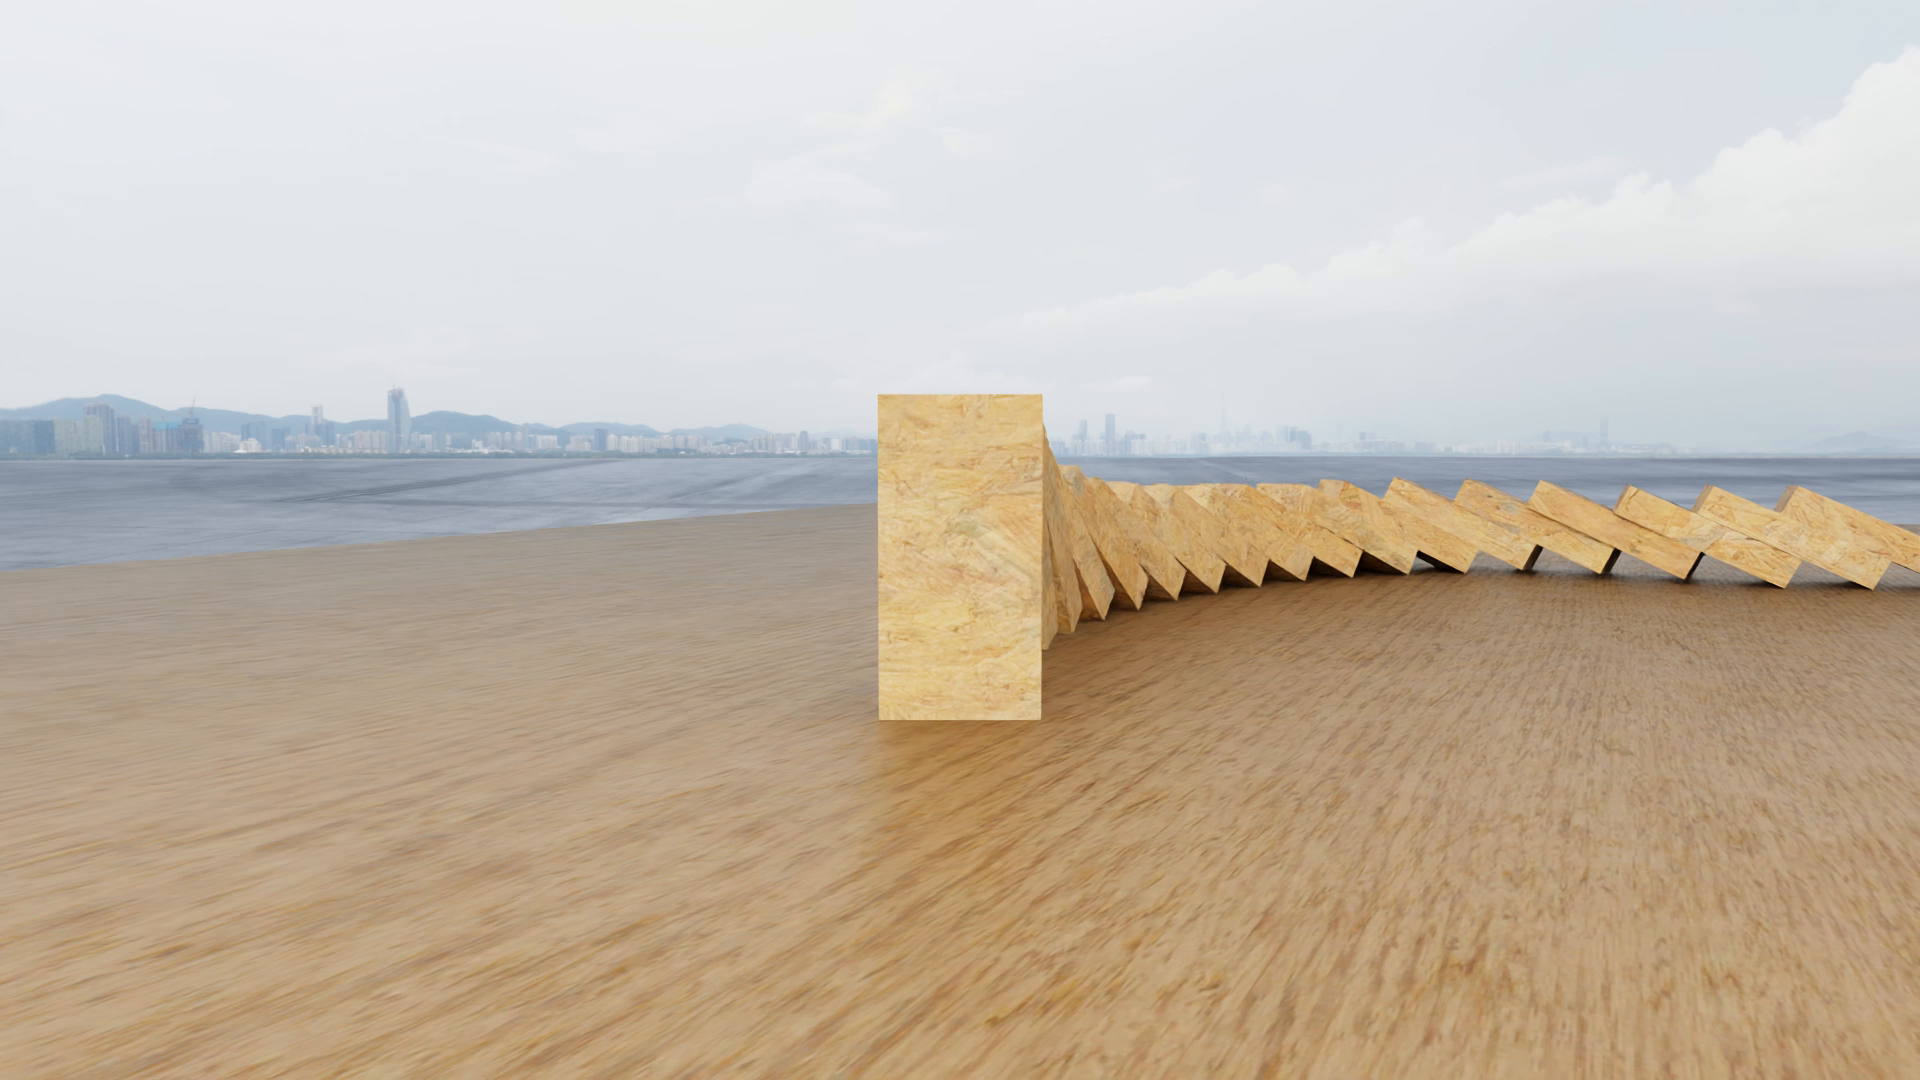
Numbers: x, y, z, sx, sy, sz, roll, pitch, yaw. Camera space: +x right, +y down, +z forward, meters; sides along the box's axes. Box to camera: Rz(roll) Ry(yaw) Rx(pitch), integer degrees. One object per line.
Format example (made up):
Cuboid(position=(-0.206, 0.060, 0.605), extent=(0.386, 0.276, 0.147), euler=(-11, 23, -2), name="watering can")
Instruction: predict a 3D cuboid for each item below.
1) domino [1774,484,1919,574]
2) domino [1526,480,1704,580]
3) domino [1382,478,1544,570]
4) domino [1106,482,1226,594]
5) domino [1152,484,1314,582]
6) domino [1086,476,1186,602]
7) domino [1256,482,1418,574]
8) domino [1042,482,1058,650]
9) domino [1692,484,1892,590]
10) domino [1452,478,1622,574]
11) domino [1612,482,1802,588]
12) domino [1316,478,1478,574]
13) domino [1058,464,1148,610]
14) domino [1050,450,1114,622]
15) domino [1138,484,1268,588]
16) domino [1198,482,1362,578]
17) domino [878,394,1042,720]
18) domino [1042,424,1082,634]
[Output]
Cuboid(position=(0.274, -0.001, 0.385), extent=(0.050, 0.009, 0.025), euler=(29, 16, 23), name="domino")
Cuboid(position=(0.210, -0.004, 0.410), extent=(0.050, 0.009, 0.025), euler=(31, 17, 30), name="domino")
Cuboid(position=(0.172, -0.006, 0.438), extent=(0.050, 0.009, 0.025), euler=(31, 15, 27), name="domino")
Cuboid(position=(0.050, 0.000, 0.358), extent=(0.025, 0.009, 0.050), euler=(4, -23, 44), name="domino")
Cuboid(position=(0.083, -0.002, 0.393), extent=(0.050, 0.009, 0.025), euler=(28, -13, -33), name="domino")
Cuboid(position=(0.037, 0.000, 0.339), extent=(0.025, 0.009, 0.050), euler=(4, -26, 40), name="domino")
Cuboid(position=(0.122, -0.004, 0.419), extent=(0.050, 0.009, 0.025), euler=(25, -6, -23), name="domino")
Cuboid(position=(0.005, -0.002, 0.264), extent=(0.025, 0.050, 0.009), euler=(2, 25, 21), name="domino")
Cuboid(position=(0.253, -0.002, 0.393), extent=(0.050, 0.009, 0.025), euler=(29, 15, 21), name="domino")
Cuboid(position=(0.192, -0.005, 0.426), extent=(0.050, 0.009, 0.025), euler=(31, 17, 30), name="domino")
Cuboid(position=(0.229, -0.002, 0.396), extent=(0.050, 0.010, 0.025), euler=(29, 16, 21), name="domino")
Cuboid(position=(0.145, -0.005, 0.432), extent=(0.050, 0.010, 0.025), euler=(26, 3, -4), name="domino")
Cuboid(position=(0.026, 0.000, 0.319), extent=(0.025, 0.009, 0.050), euler=(3, -32, 32), name="domino")
Cuboid(position=(0.016, -0.001, 0.300), extent=(0.025, 0.009, 0.050), euler=(3, -40, 31), name="domino")
Cuboid(position=(0.066, -0.001, 0.376), extent=(0.025, 0.010, 0.050), euler=(5, -20, 48), name="domino")
Cuboid(position=(0.101, -0.003, 0.410), extent=(0.050, 0.009, 0.025), euler=(26, -7, -23), name="domino")
Cuboid(position=(0.000, 0.002, 0.201), extent=(0.025, 0.050, 0.010), euler=(0, 4, 0), name="domino")
Cuboid(position=(0.010, -0.002, 0.281), extent=(0.025, 0.050, 0.009), euler=(2, 39, 22), name="domino")
